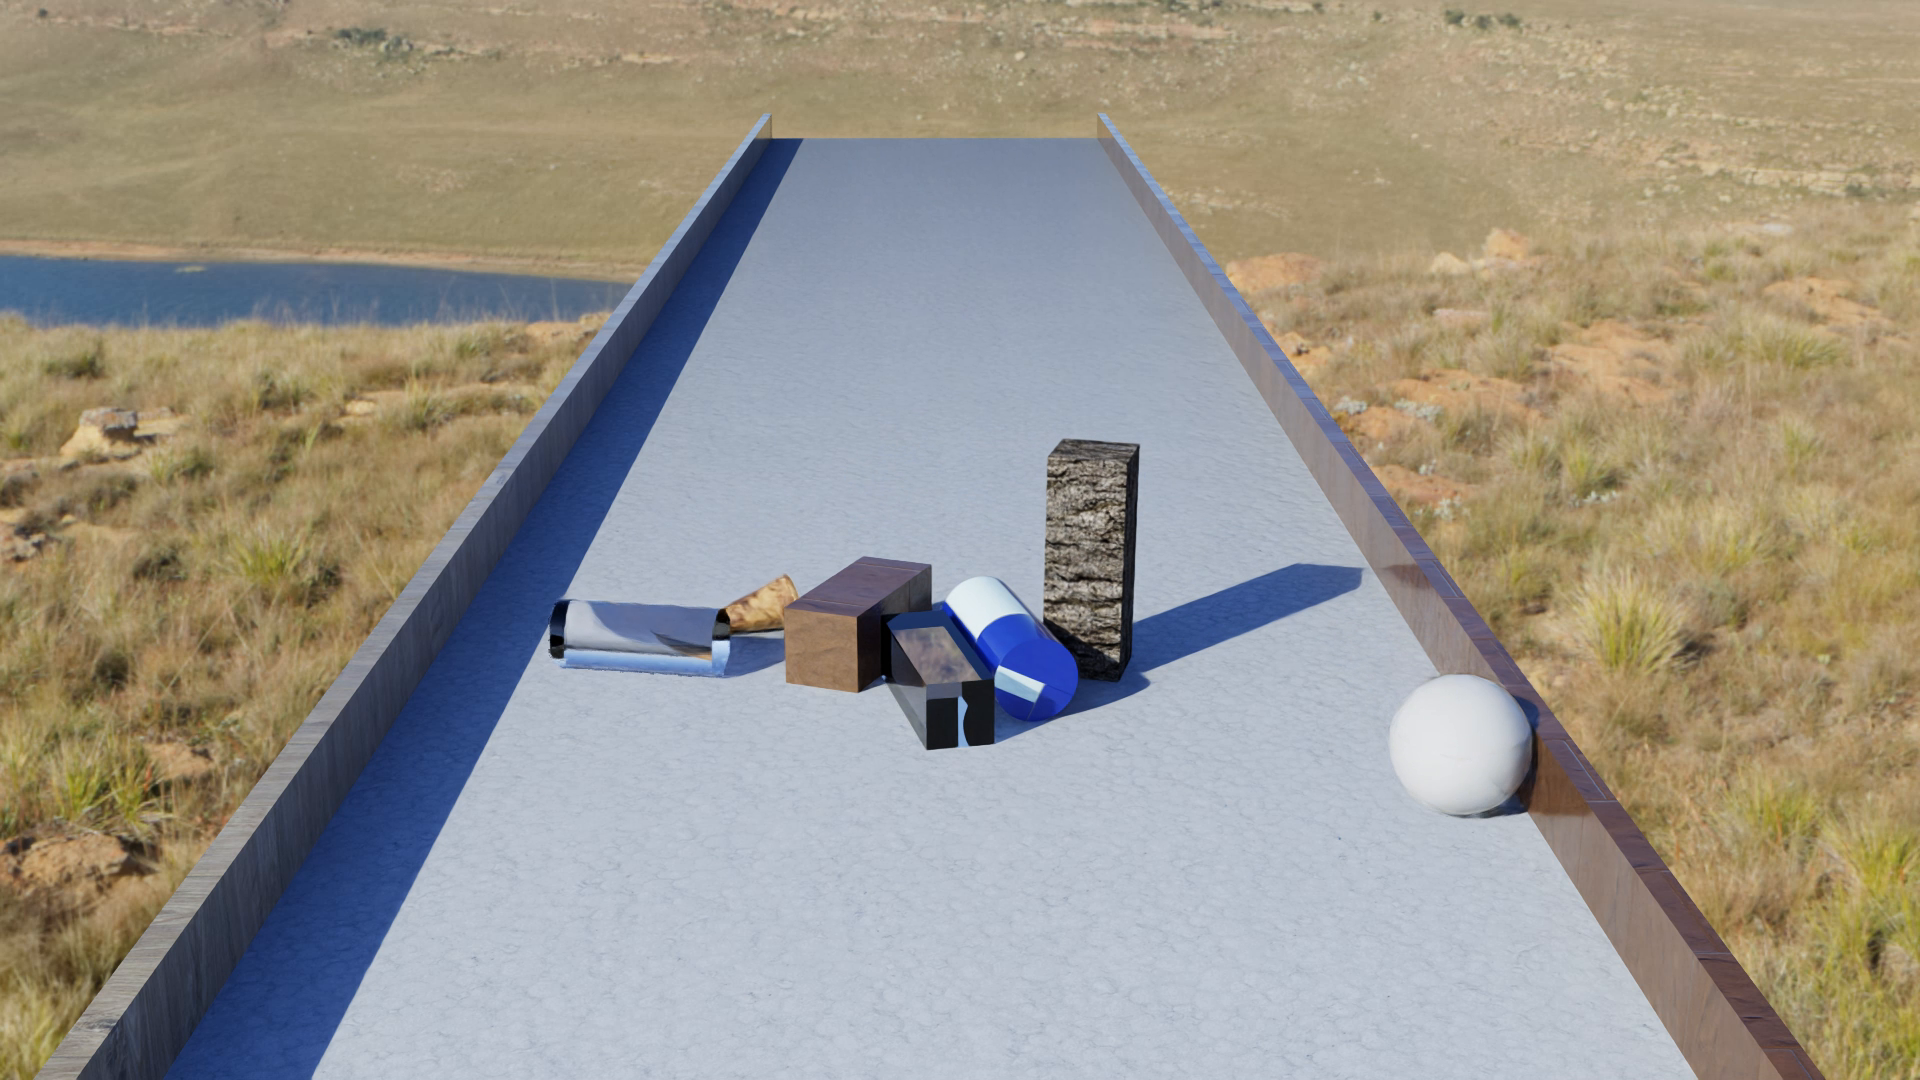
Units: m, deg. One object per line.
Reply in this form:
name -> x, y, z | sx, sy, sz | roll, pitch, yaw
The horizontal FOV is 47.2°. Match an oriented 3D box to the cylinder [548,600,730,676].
cylinder -> -0.631, 0.192, 4.346 | 0.330, 0.134, 0.134 | 3, 17, 10

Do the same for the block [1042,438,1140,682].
block -> 0.256, 0.039, 4.315 | 0.154, 0.443, 0.154 | 5, 17, 13

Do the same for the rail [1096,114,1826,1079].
rail -> 0.932, -0.844, 7.801 | 0.050, 0.150, 12.000 | 0, 17, -1

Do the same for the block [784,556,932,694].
block -> -0.199, 0.164, 4.404 | 0.154, 0.154, 0.369 | 7, 18, 21

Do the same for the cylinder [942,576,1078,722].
cylinder -> 0.091, 0.205, 4.254 | 0.162, 0.162, 0.399 | -4, 17, -14

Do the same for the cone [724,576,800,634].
cone -> -0.487, 0.169, 4.561 | 0.305, 0.111, 0.111 | -17, 21, -18

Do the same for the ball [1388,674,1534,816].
ball -> 0.835, 0.340, 3.669 | 0.236, 0.236, 0.236 | 0, 17, 0

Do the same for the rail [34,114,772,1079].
rail -> -1.118, -0.838, 7.780 | 0.050, 0.150, 12.000 | 0, 17, -1

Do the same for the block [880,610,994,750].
block -> -0.046, 0.258, 4.138 | 0.126, 0.126, 0.403 | -4, 17, -13
